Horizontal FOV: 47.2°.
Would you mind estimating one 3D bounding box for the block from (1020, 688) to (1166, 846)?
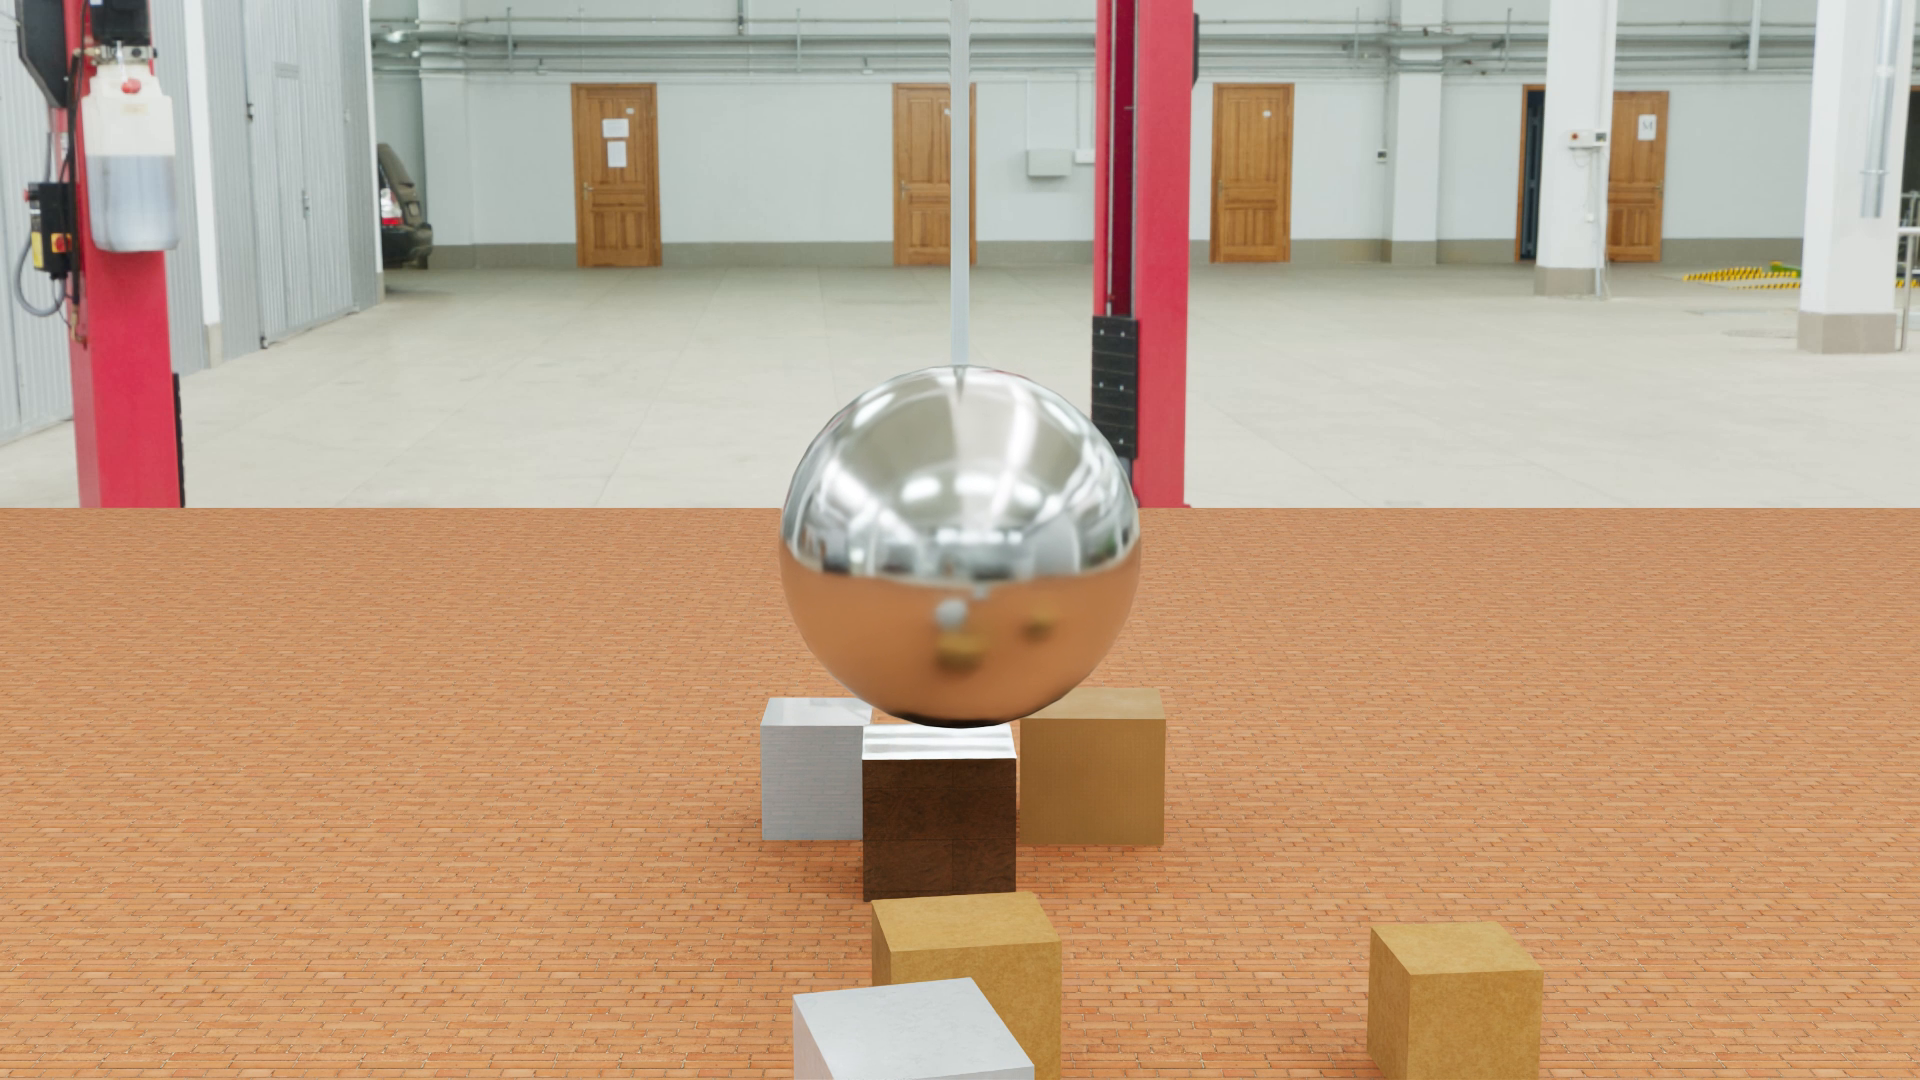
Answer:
[{"bbox_3d":[0.674,1.159,11.358,0.727,0.656,0.632,0,10,2],"label":"block"}]

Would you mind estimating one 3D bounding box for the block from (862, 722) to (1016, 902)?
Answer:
[{"bbox_3d":[-0.105,1.293,10.527,0.713,0.689,0.622,0,10,-2],"label":"block"}]

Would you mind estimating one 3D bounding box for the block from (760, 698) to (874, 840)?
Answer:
[{"bbox_3d":[-0.730,1.179,11.397,0.550,0.602,0.559,0,10,0],"label":"block"}]

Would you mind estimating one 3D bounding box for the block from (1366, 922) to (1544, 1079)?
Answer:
[{"bbox_3d":[1.863,1.784,8.323,0.501,0.512,0.511,-1,10,-6],"label":"block"}]

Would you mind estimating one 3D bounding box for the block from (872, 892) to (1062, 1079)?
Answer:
[{"bbox_3d":[0.015,1.732,8.356,0.635,0.602,0.558,-2,10,-9],"label":"block"}]

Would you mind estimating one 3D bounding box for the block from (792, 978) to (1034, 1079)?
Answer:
[{"bbox_3d":[-0.163,1.908,7.040,0.609,0.727,0.746,-3,11,-14],"label":"block"}]

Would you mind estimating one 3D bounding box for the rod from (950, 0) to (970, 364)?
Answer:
[{"bbox_3d":[0.000,-3.361,9.914,0.080,5.200,0.080,0,-4,0],"label":"rod"}]

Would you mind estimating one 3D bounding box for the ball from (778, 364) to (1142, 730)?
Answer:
[{"bbox_3d":[0.000,0.030,9.674,1.600,1.600,1.600,0,10,0],"label":"ball"}]
